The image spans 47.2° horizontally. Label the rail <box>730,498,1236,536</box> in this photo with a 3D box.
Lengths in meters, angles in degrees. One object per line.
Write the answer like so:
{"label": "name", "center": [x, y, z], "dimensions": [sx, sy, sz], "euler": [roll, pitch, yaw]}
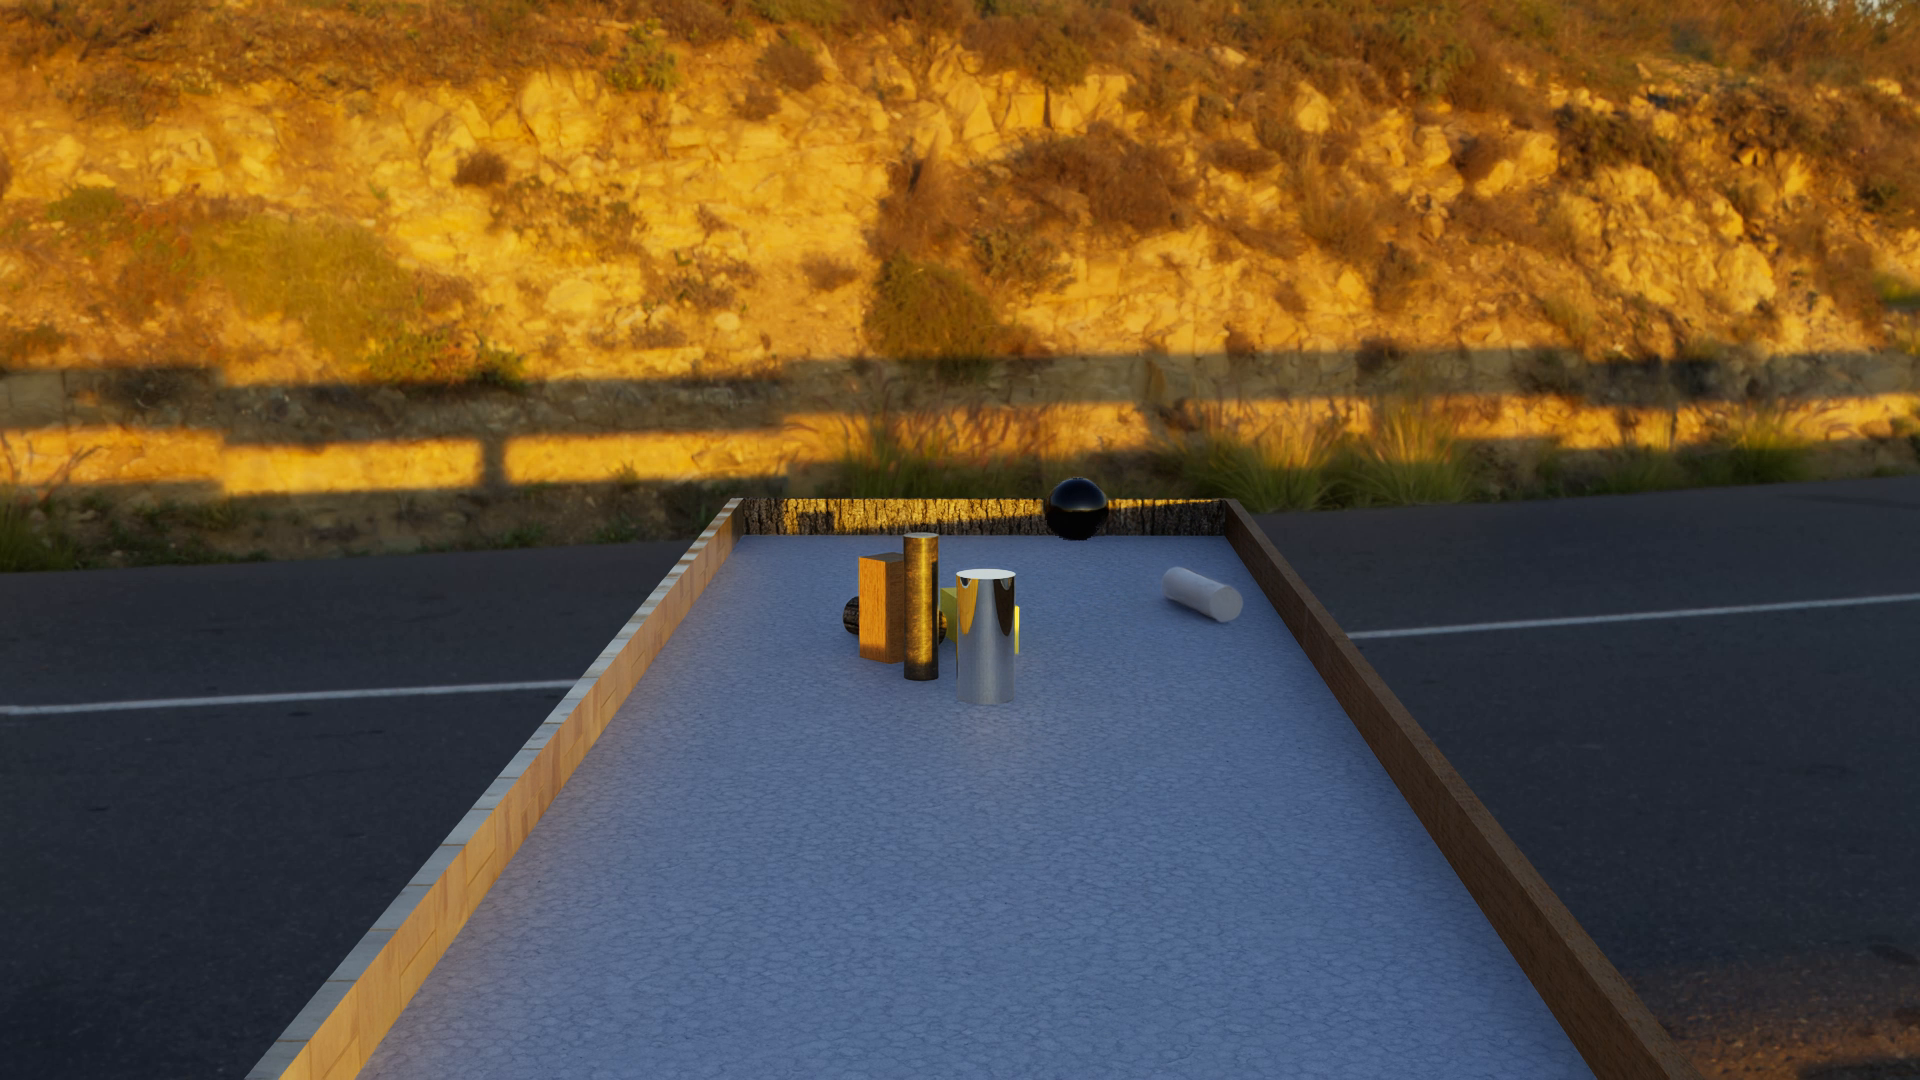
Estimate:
{"label": "rail", "center": [0.099, -0.098, 9.147], "dimensions": [2.100, 0.150, 0.050], "euler": [0, 9, 1]}

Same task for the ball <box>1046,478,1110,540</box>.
{"label": "ball", "center": [0.480, -0.126, 8.981], "dimensions": [0.259, 0.259, 0.259], "euler": [0, 9, 0]}

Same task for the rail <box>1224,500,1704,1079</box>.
{"label": "rail", "center": [1.046, 0.843, 3.208], "dimensions": [0.050, 0.150, 12.000], "euler": [0, 9, 1]}

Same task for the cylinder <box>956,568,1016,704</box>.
{"label": "cylinder", "center": [0.073, 0.270, 6.174], "dimensions": [0.165, 0.354, 0.165], "euler": [0, 9, 0]}

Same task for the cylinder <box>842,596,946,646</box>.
{"label": "cylinder", "center": [-0.208, 0.260, 6.981], "dimensions": [0.339, 0.122, 0.122], "euler": [8, 12, 41]}

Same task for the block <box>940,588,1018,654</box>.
{"label": "block", "center": [0.059, 0.253, 6.946], "dimensions": [0.146, 0.146, 0.379], "euler": [-3, 9, -16]}

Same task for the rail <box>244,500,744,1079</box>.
{"label": "rail", "center": [-1.004, 0.839, 3.234], "dimensions": [0.050, 0.150, 12.000], "euler": [0, 9, 1]}

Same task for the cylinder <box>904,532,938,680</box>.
{"label": "cylinder", "center": [-0.114, 0.195, 6.432], "dimensions": [0.103, 0.423, 0.103], "euler": [0, 9, 0]}

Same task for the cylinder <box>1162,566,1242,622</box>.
{"label": "cylinder", "center": [0.819, 0.183, 7.479], "dimensions": [0.118, 0.118, 0.420], "euler": [-3, 9, -17]}

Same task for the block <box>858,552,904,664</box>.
{"label": "block", "center": [-0.209, 0.206, 6.717], "dimensions": [0.139, 0.311, 0.139], "euler": [-9, 13, -44]}
